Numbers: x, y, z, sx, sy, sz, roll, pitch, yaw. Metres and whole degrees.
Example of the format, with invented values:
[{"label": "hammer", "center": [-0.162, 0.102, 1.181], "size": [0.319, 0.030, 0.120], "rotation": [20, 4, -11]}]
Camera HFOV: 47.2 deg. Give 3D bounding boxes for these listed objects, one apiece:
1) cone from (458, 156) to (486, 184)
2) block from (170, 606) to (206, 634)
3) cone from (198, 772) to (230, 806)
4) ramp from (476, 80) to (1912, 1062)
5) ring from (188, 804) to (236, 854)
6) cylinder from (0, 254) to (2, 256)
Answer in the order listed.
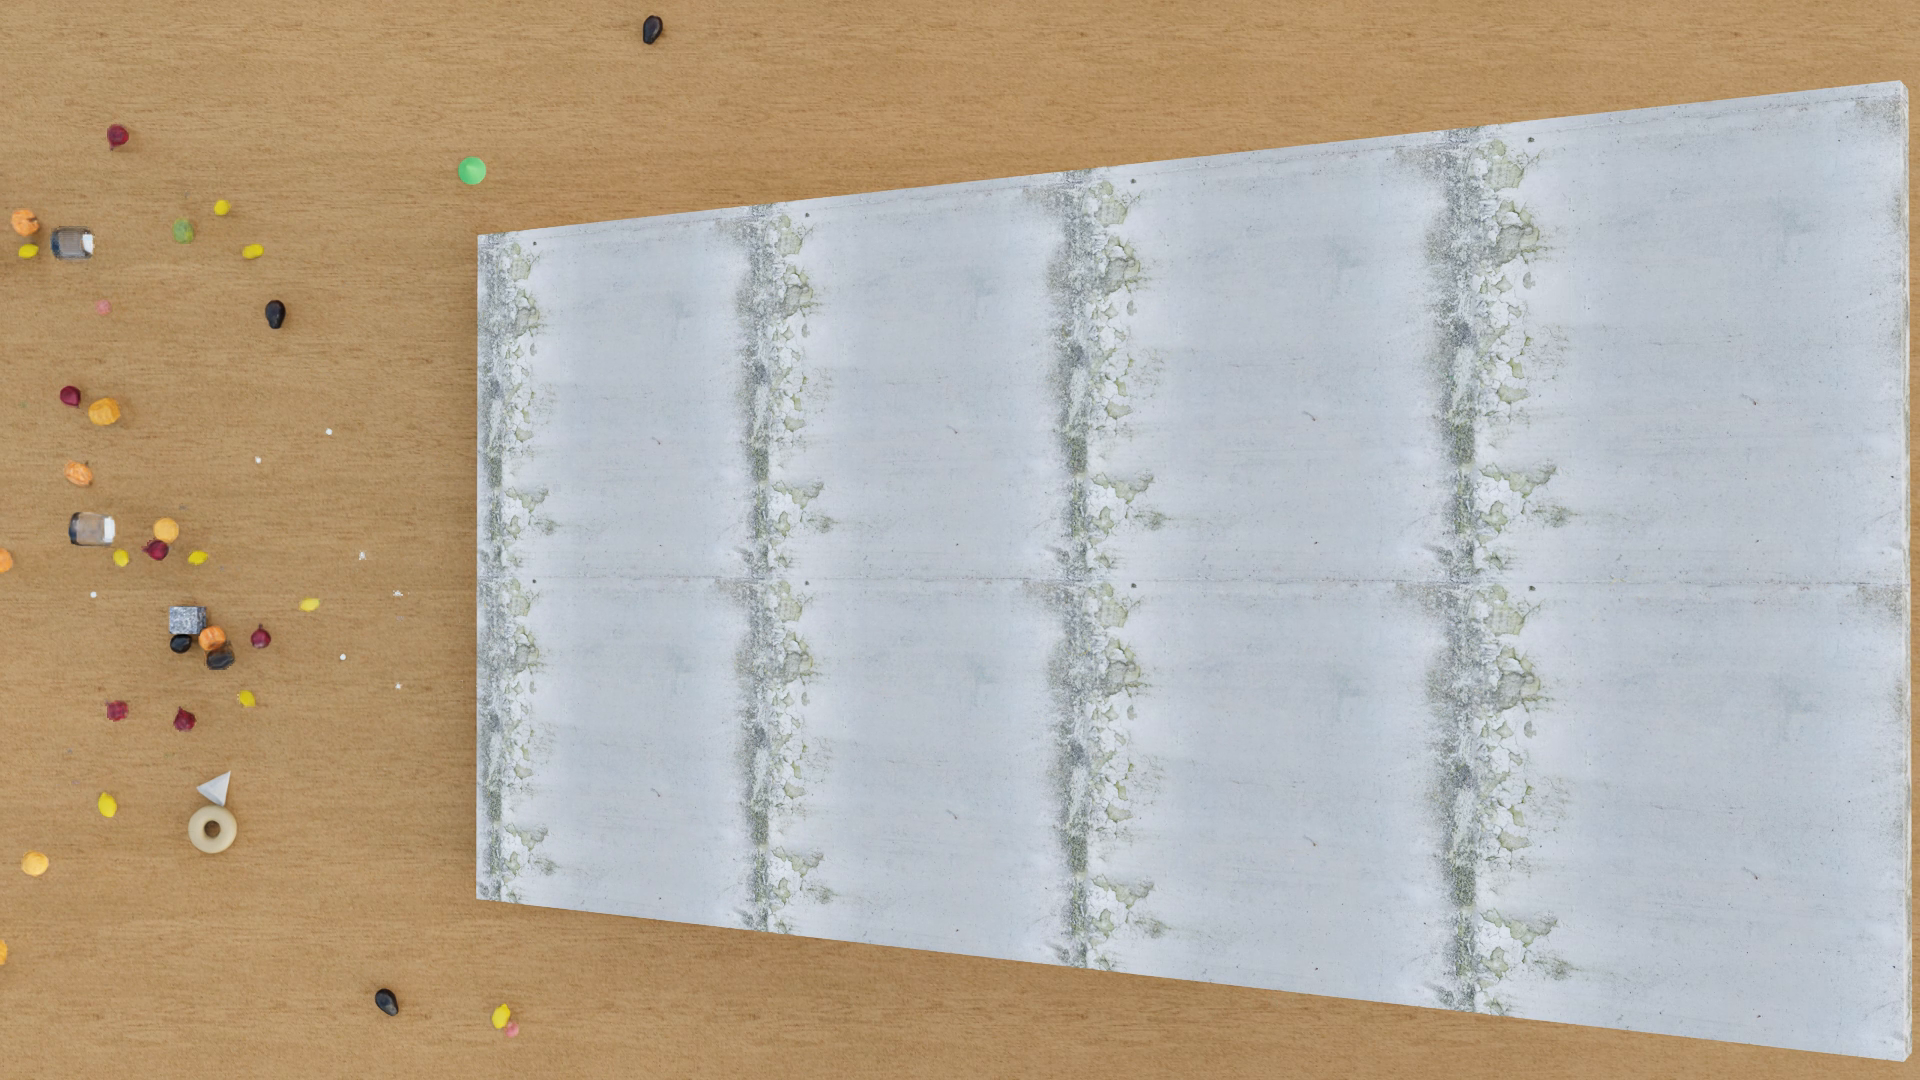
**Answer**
[{"label": "cone", "center": [-1.492, -1.130, 6.681], "size": [0.085, 0.085, 0.085], "rotation": [0, 89, 0]}, {"label": "block", "center": [-2.342, 0.242, 6.670], "size": [0.082, 0.082, 0.082], "rotation": [1, 89, 0]}, {"label": "cone", "center": [-2.248, 0.740, 6.685], "size": [0.097, 0.097, 0.097], "rotation": [32, 63, 0]}, {"label": "ramp", "center": [0.259, 0.071, 5.598], "size": [4.000, 0.100, 2.000], "rotation": [0, 89, 32]}, {"label": "ring", "center": [-2.271, 0.878, 6.681], "size": [0.148, 0.049, 0.148], "rotation": [0, 89, 1]}, {"label": "cylinder", "center": [-2.963, -0.856, 6.688], "size": [0.066, 0.066, 0.066], "rotation": [30, 86, 0]}]
